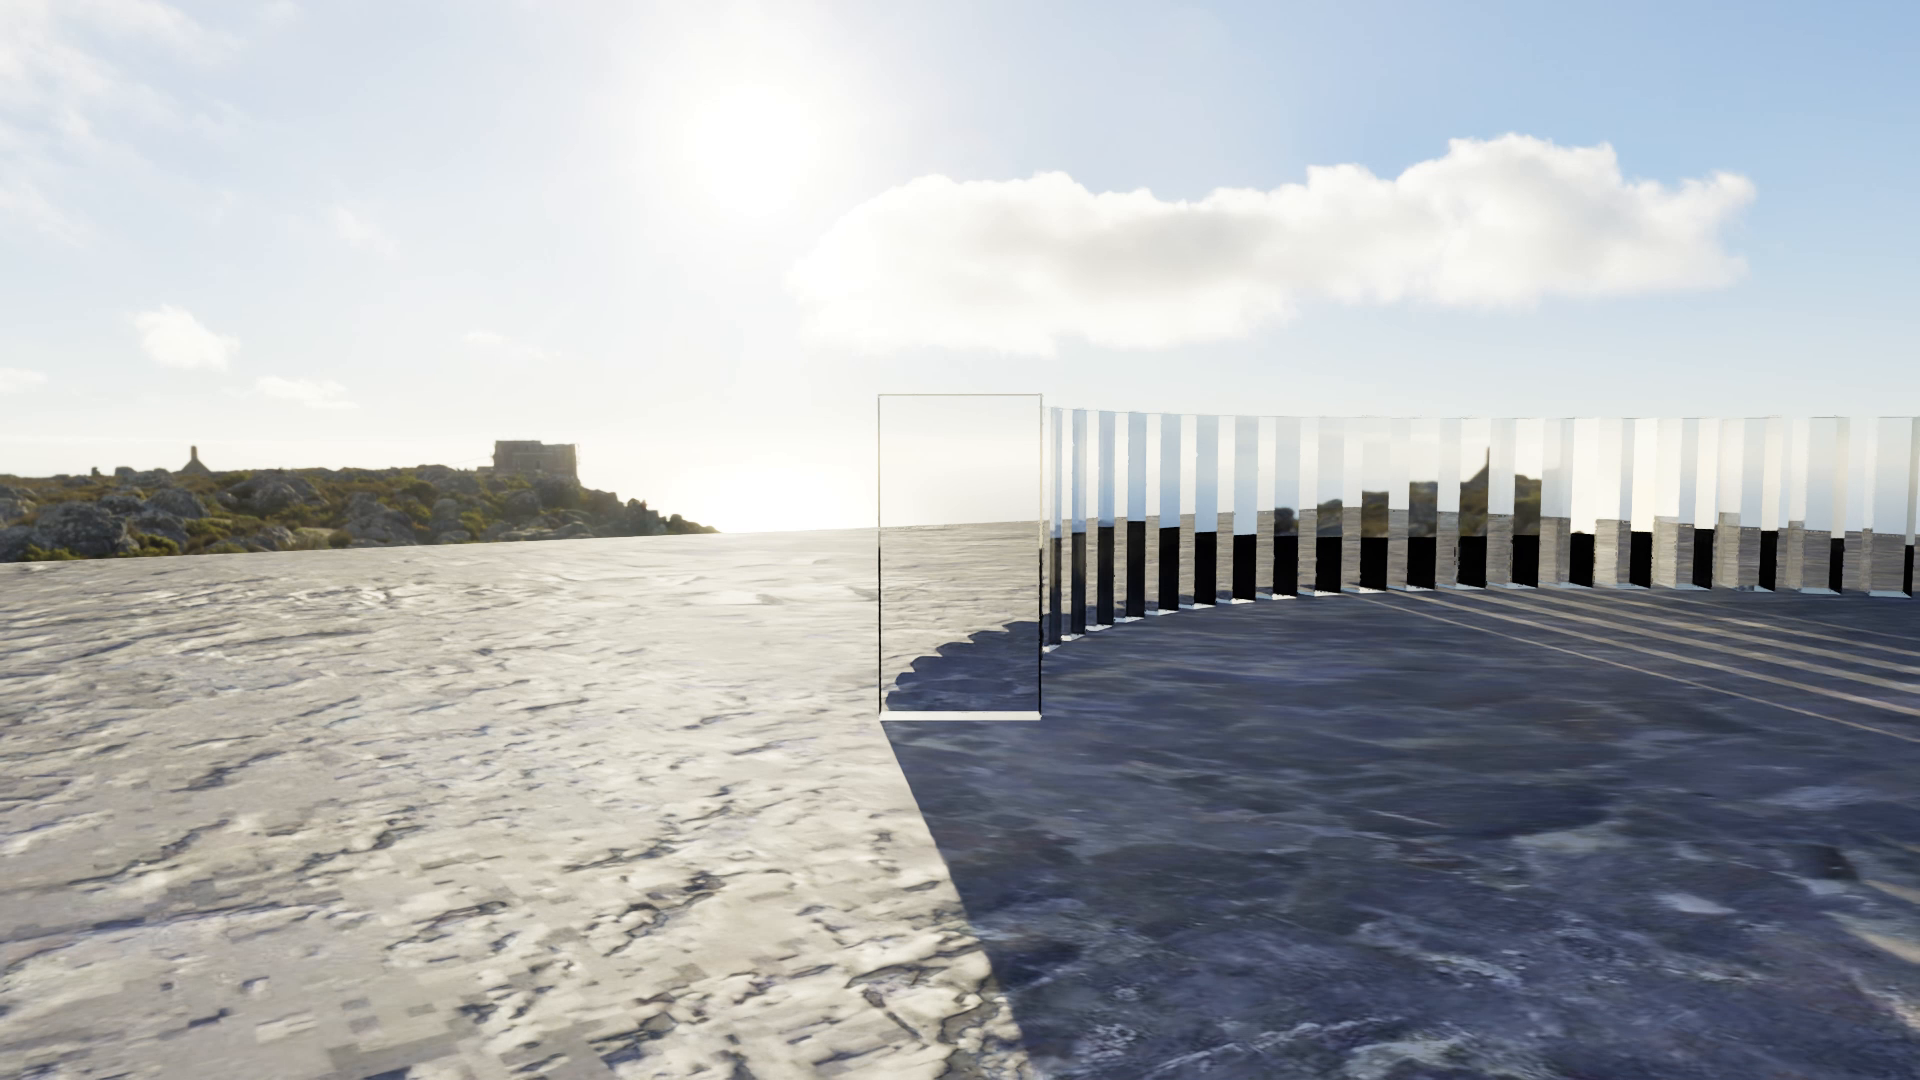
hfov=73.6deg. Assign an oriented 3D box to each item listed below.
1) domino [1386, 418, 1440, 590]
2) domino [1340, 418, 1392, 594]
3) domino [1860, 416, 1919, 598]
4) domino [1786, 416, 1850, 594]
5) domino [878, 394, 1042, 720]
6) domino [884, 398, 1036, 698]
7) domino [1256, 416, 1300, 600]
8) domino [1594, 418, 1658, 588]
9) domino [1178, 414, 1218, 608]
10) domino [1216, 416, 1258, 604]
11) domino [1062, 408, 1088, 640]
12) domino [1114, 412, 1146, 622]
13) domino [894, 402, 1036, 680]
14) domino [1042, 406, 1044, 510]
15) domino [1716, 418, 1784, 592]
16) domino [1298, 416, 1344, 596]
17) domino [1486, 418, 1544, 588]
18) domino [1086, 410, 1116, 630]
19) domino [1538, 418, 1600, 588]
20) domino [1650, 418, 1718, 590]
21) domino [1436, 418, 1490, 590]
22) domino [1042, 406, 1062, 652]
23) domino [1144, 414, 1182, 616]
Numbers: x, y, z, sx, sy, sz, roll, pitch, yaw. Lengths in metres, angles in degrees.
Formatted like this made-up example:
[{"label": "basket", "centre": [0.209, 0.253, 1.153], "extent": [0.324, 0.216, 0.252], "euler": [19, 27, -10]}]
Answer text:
[{"label": "domino", "centre": [0.131, -0.011, 0.383], "extent": [0.009, 0.050, 0.025], "euler": [-1, 4, -15]}, {"label": "domino", "centre": [0.114, -0.011, 0.378], "extent": [0.009, 0.050, 0.025], "euler": [-2, 5, -20]}, {"label": "domino", "centre": [0.265, -0.010, 0.366], "extent": [0.009, 0.050, 0.025], "euler": [2, 5, 29]}, {"label": "domino", "centre": [0.250, -0.011, 0.374], "extent": [0.009, 0.050, 0.025], "euler": [2, 5, 23]}, {"label": "domino", "centre": [0.000, 0.002, 0.201], "extent": [0.025, 0.050, 0.009], "euler": [0, 4, 0]}, {"label": "domino", "centre": [0.000, 0.001, 0.218], "extent": [0.025, 0.050, 0.009], "euler": [0, 4, 1]}, {"label": "domino", "centre": [0.083, -0.010, 0.362], "extent": [0.009, 0.050, 0.025], "euler": [-3, 5, -32]}, {"label": "domino", "centre": [0.200, -0.012, 0.388], "extent": [0.009, 0.050, 0.025], "euler": [1, 4, 7]}, {"label": "domino", "centre": [0.055, -0.008, 0.341], "extent": [0.009, 0.050, 0.025], "euler": [-4, 6, -42]}, {"label": "domino", "centre": [0.069, -0.009, 0.352], "extent": [0.009, 0.050, 0.025], "euler": [-3, 5, -37]}, {"label": "domino", "centre": [0.015, -0.004, 0.285], "extent": [0.025, 0.050, 0.009], "euler": [2, 5, 25]}, {"label": "domino", "centre": [0.032, -0.006, 0.315], "extent": [0.025, 0.050, 0.009], "euler": [3, 5, 36]}, {"label": "domino", "centre": [0.001, 0.000, 0.235], "extent": [0.025, 0.050, 0.010], "euler": [0, 4, 5]}, {"label": "domino", "centre": [0.003, -0.001, 0.253], "extent": [0.025, 0.050, 0.010], "euler": [1, 4, 11]}, {"label": "domino", "centre": [0.234, -0.011, 0.380], "extent": [0.009, 0.050, 0.025], "euler": [1, 5, 18]}, {"label": "domino", "centre": [0.098, -0.010, 0.371], "extent": [0.010, 0.050, 0.025], "euler": [-2, 5, -26]}, {"label": "domino", "centre": [0.165, -0.012, 0.389], "extent": [0.009, 0.050, 0.025], "euler": [0, 4, -4]}, {"label": "domino", "centre": [0.023, -0.005, 0.301], "extent": [0.025, 0.050, 0.010], "euler": [3, 5, 30]}, {"label": "domino", "centre": [0.182, -0.012, 0.389], "extent": [0.009, 0.050, 0.025], "euler": [0, 4, 2]}, {"label": "domino", "centre": [0.217, -0.011, 0.385], "extent": [0.009, 0.050, 0.025], "euler": [1, 4, 13]}, {"label": "domino", "centre": [0.148, -0.011, 0.387], "extent": [0.009, 0.050, 0.025], "euler": [-1, 4, -10]}, {"label": "domino", "centre": [0.008, -0.003, 0.269], "extent": [0.025, 0.050, 0.009], "euler": [2, 5, 20]}, {"label": "domino", "centre": [0.043, -0.007, 0.329], "extent": [0.025, 0.050, 0.010], "euler": [4, 6, 41]}]
